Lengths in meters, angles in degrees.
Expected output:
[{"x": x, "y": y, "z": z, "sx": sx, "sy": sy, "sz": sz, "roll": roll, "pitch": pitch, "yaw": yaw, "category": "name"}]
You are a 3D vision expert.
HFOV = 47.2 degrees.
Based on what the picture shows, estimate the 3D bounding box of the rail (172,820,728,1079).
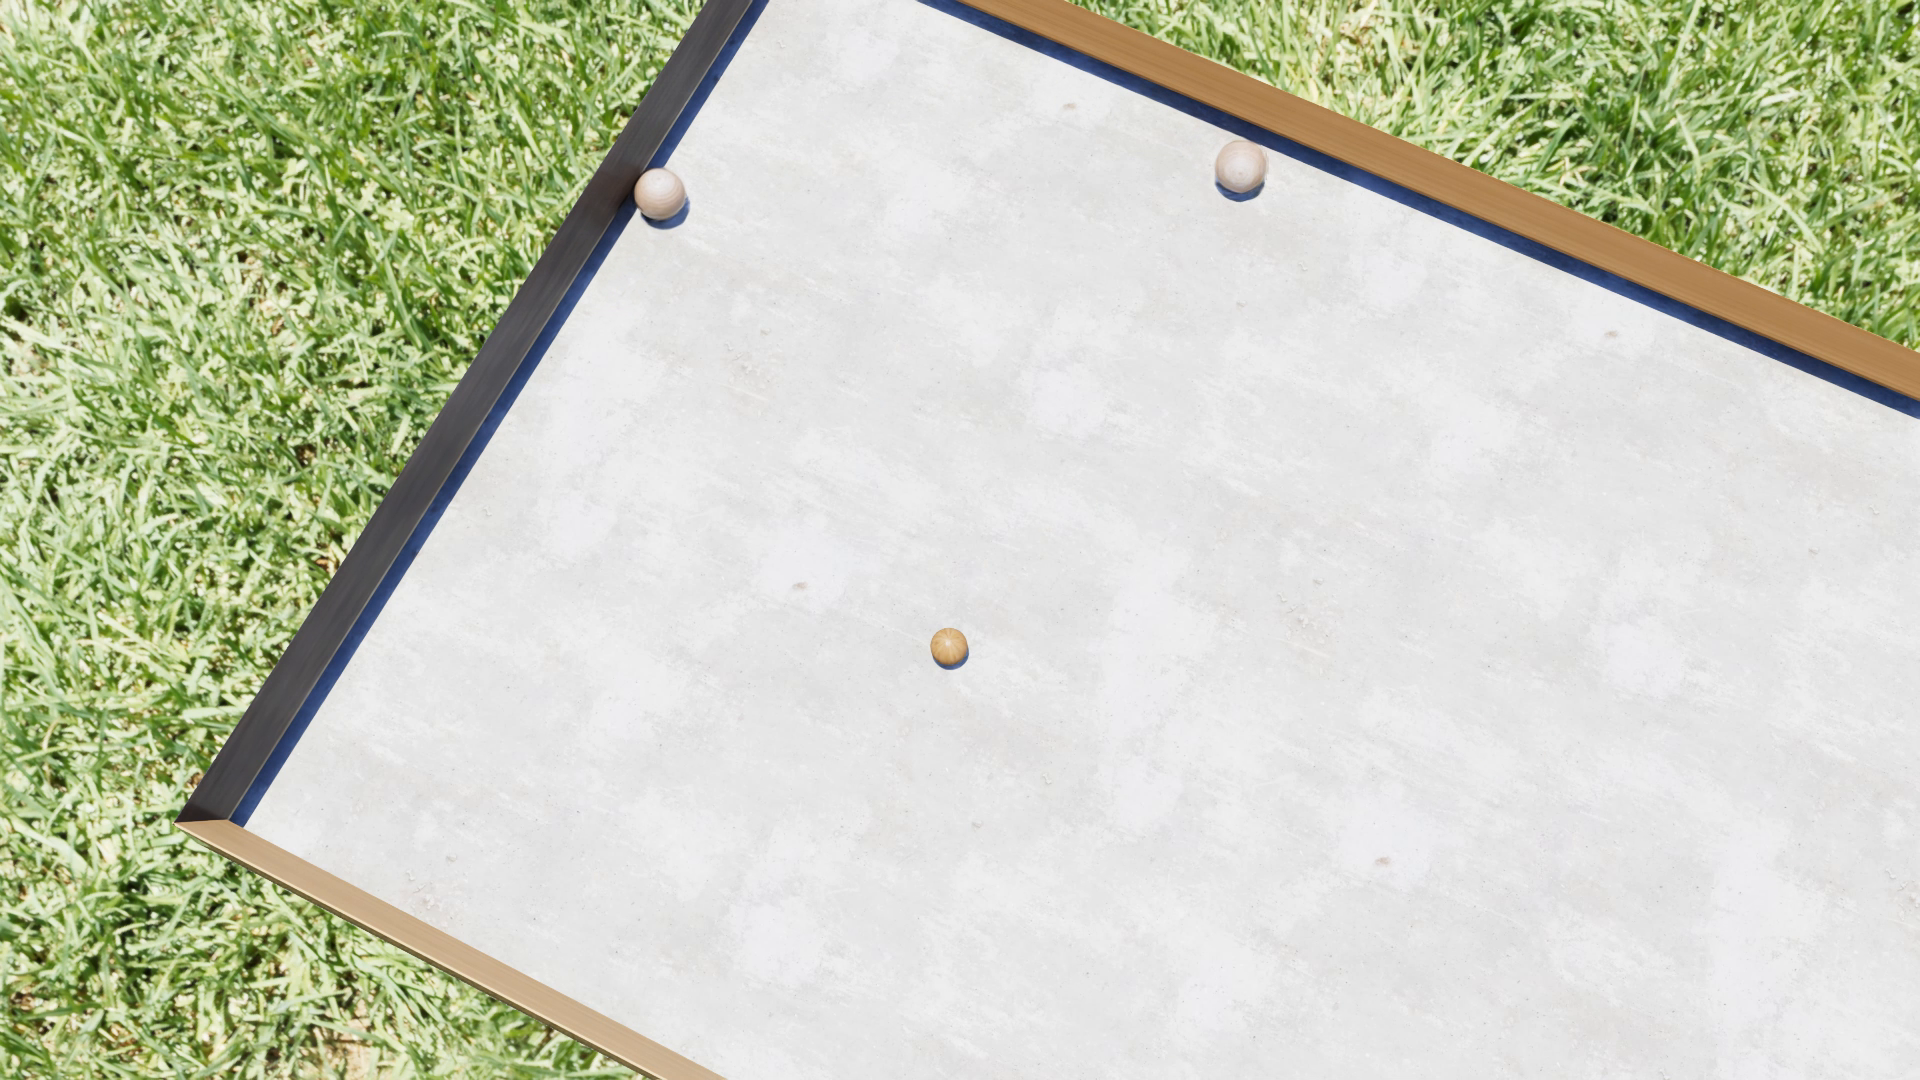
[{"x": 0.323, "y": 1.099, "z": 3.019, "sx": 3.288, "sy": 0.115, "sz": 0.045, "roll": 25, "pitch": 70, "yaw": 10, "category": "rail"}]

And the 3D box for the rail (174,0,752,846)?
[{"x": -0.714, "y": -0.338, "z": 3.601, "sx": 0.045, "sy": 0.115, "sz": 1.897, "roll": 25, "pitch": 70, "yaw": 10, "category": "rail"}]

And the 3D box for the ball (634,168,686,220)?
[{"x": -0.507, "y": -0.584, "z": 3.717, "sx": 0.087, "sy": 0.087, "sz": 0.087, "roll": 0, "pitch": 68, "yaw": 0, "category": "ball"}]

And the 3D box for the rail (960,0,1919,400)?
[{"x": 1.148, "y": -0.436, "z": 3.641, "sx": 3.288, "sy": 0.115, "sz": 0.045, "roll": 25, "pitch": 70, "yaw": 10, "category": "rail"}]

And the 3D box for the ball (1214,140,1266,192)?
[{"x": 0.477, "y": -0.635, "z": 3.737, "sx": 0.089, "sy": 0.089, "sz": 0.089, "roll": 0, "pitch": 68, "yaw": 0, "category": "ball"}]

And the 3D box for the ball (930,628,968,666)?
[{"x": -0.017, "y": 0.166, "z": 3.428, "sx": 0.059, "sy": 0.059, "sz": 0.059, "roll": 0, "pitch": 68, "yaw": 0, "category": "ball"}]
